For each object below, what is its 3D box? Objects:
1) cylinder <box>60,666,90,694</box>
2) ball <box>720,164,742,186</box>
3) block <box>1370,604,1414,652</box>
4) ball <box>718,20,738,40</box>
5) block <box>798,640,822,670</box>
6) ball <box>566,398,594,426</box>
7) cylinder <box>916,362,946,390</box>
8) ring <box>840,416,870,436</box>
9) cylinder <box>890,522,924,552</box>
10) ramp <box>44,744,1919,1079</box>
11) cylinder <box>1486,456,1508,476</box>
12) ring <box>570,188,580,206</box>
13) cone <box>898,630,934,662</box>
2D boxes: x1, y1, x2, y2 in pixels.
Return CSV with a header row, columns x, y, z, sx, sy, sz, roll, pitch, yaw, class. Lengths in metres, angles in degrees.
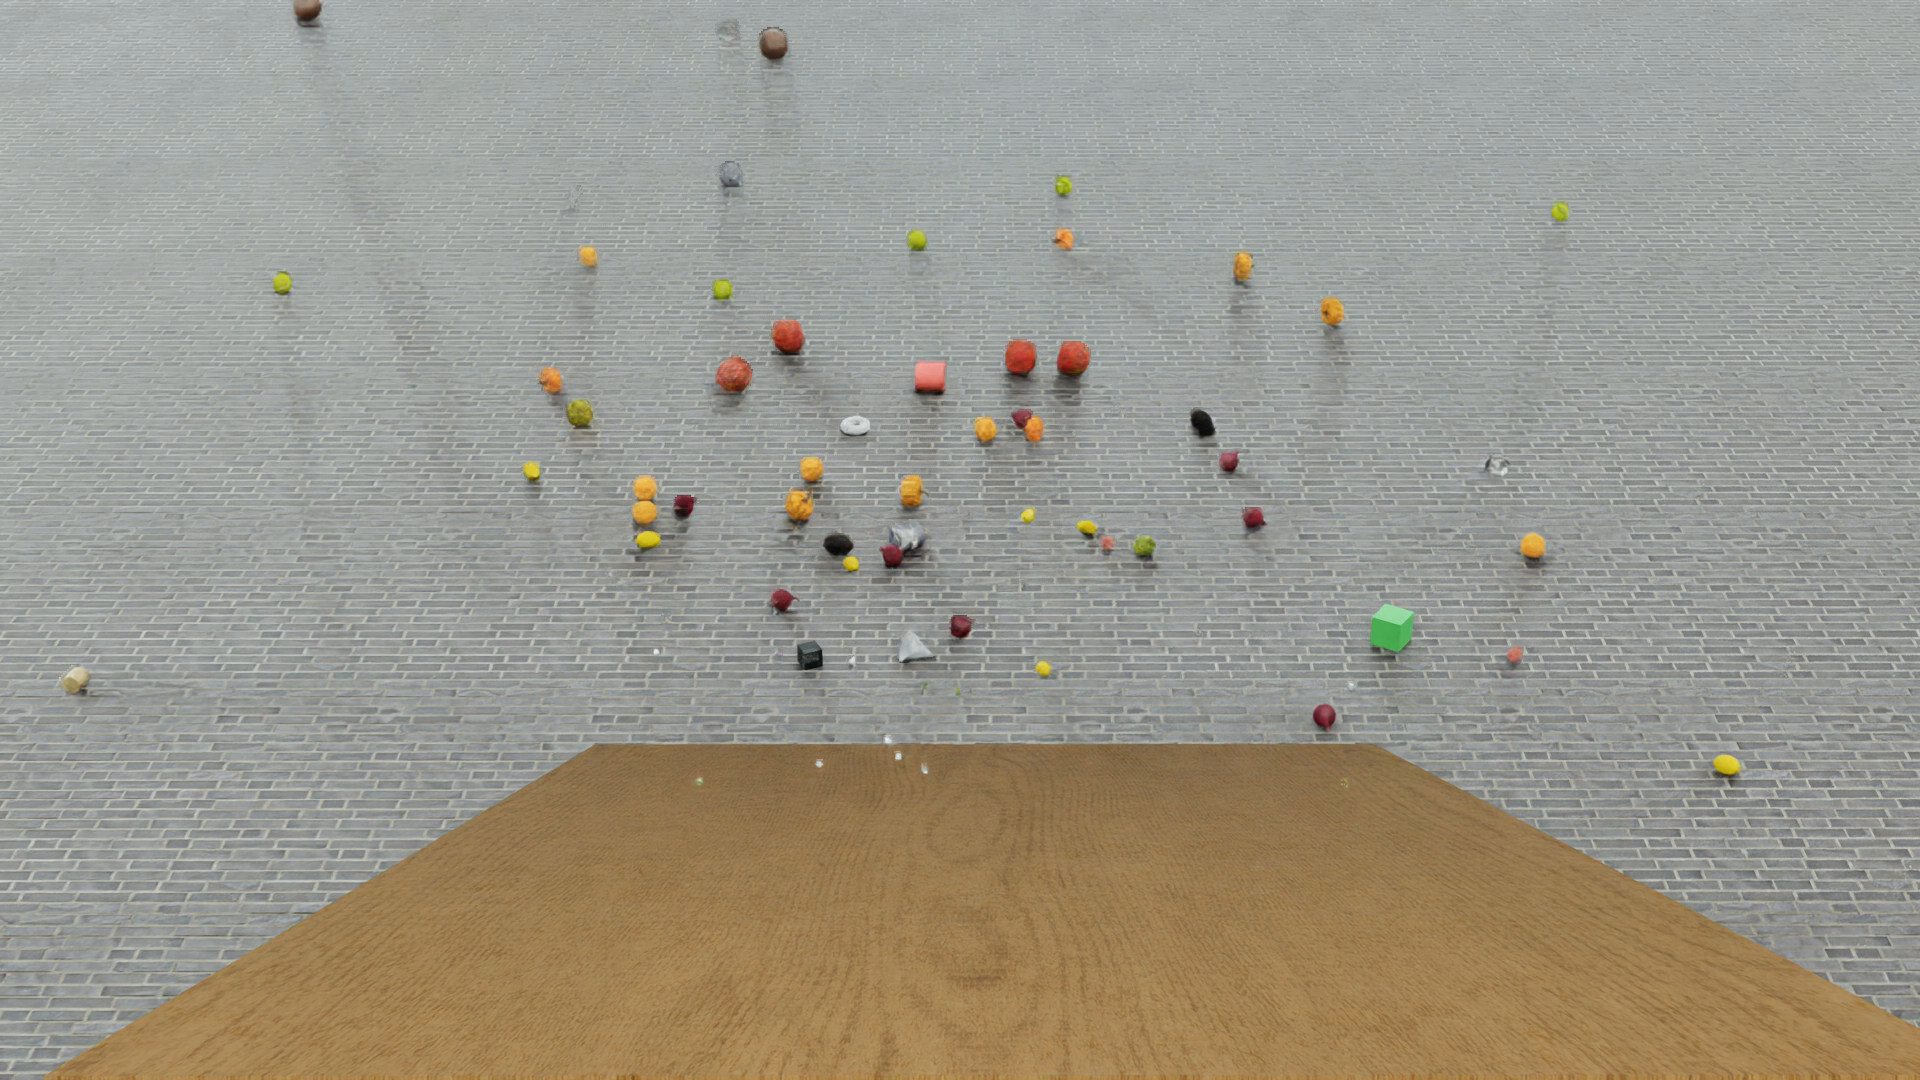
x,y,z,sx,sy,sz,roll,pitch,yaw,class
-2.399,0.380,7.014,0.055,0.055,0.055,10,48,18,cylinder
-0.912,-1.449,10.268,0.088,0.088,0.088,0,29,0,ball
1.207,0.245,7.224,0.087,0.087,0.087,17,33,28,block
-1.064,-2.337,11.855,0.097,0.097,0.097,0,29,0,ball
-0.414,0.318,7.128,0.053,0.053,0.053,-13,32,-22,block
-1.236,-0.414,8.405,0.091,0.091,0.091,0,29,0,ball
-0.098,-0.546,8.638,0.093,0.093,0.093,2,29,3,cylinder
-0.338,-0.370,8.387,0.098,0.033,0.098,0,30,0,ring
-0.158,-0.008,7.690,0.077,0.077,0.077,-16,33,-27,cylinder
0.065,0.585,4.633,2.000,0.100,4.000,0,0,0,ramp
1.685,-0.232,8.114,0.054,0.054,0.054,18,34,31,cylinder
-1.501,-1.336,10.075,0.026,0.078,0.078,22,28,-8,ring
-0.110,0.307,7.161,0.090,0.090,0.090,20,23,-20,cone
